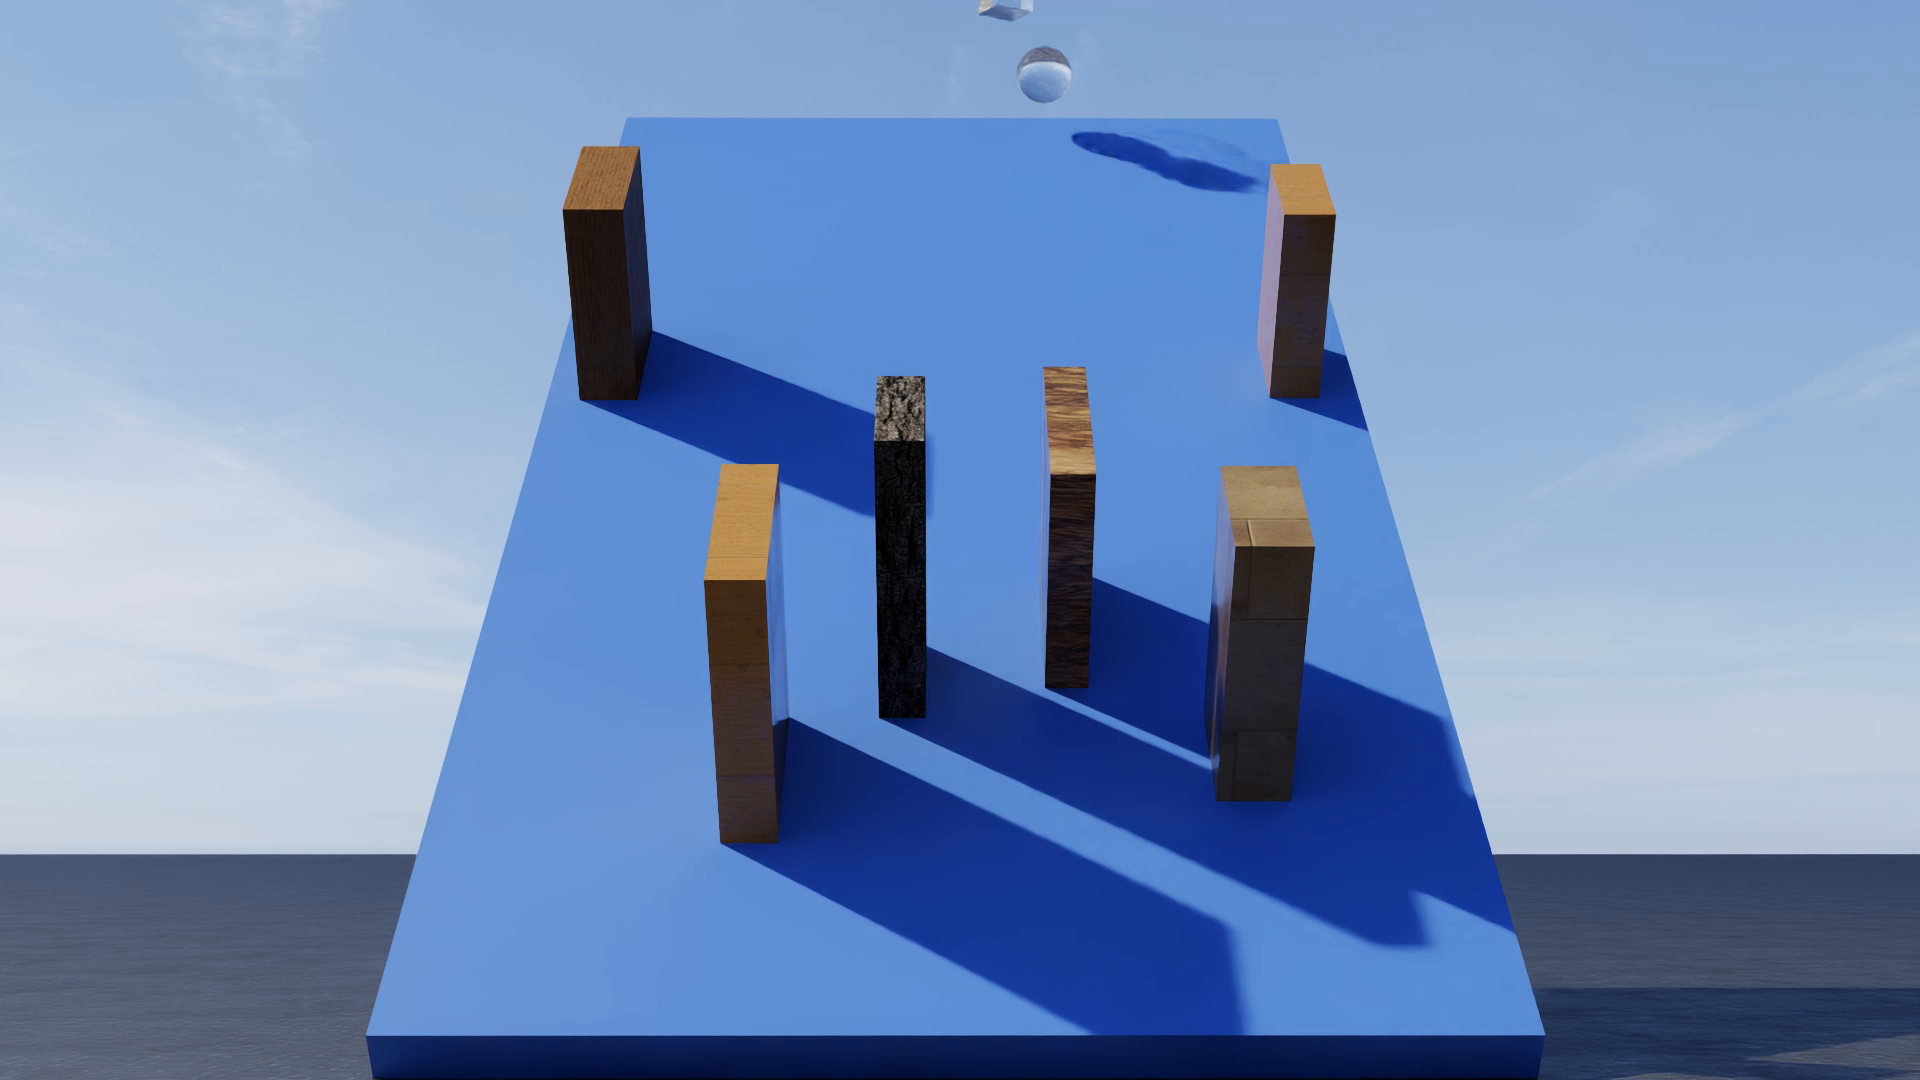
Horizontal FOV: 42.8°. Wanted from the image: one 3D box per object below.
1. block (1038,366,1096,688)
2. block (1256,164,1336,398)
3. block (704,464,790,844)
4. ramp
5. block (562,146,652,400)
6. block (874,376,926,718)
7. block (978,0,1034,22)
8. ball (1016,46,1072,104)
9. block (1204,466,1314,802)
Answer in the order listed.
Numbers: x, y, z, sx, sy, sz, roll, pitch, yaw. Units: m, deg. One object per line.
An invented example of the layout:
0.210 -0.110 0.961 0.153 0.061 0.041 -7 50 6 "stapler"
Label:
0.217 -0.029 5.054 0.088 0.508 0.438 0 32 0 "block"
0.825 -0.638 6.034 0.123 0.493 0.294 0 32 0 "block"
-0.395 0.212 4.593 0.107 0.588 0.397 0 32 0 "block"
-0.015 -0.187 5.870 2.000 0.100 4.000 0 32 0 "ramp"
-0.864 -0.659 6.041 0.142 0.510 0.372 0 32 0 "block"
-0.115 0.018 4.852 0.094 0.641 0.253 0 32 0 "block"
0.139 -1.636 7.327 0.122 0.122 0.122 5 -6 -27 "block"
0.254 -1.406 7.403 0.170 0.170 0.170 0 -7 0 "ball"
0.563 0.180 4.659 0.142 0.579 0.283 0 32 0 "block"
